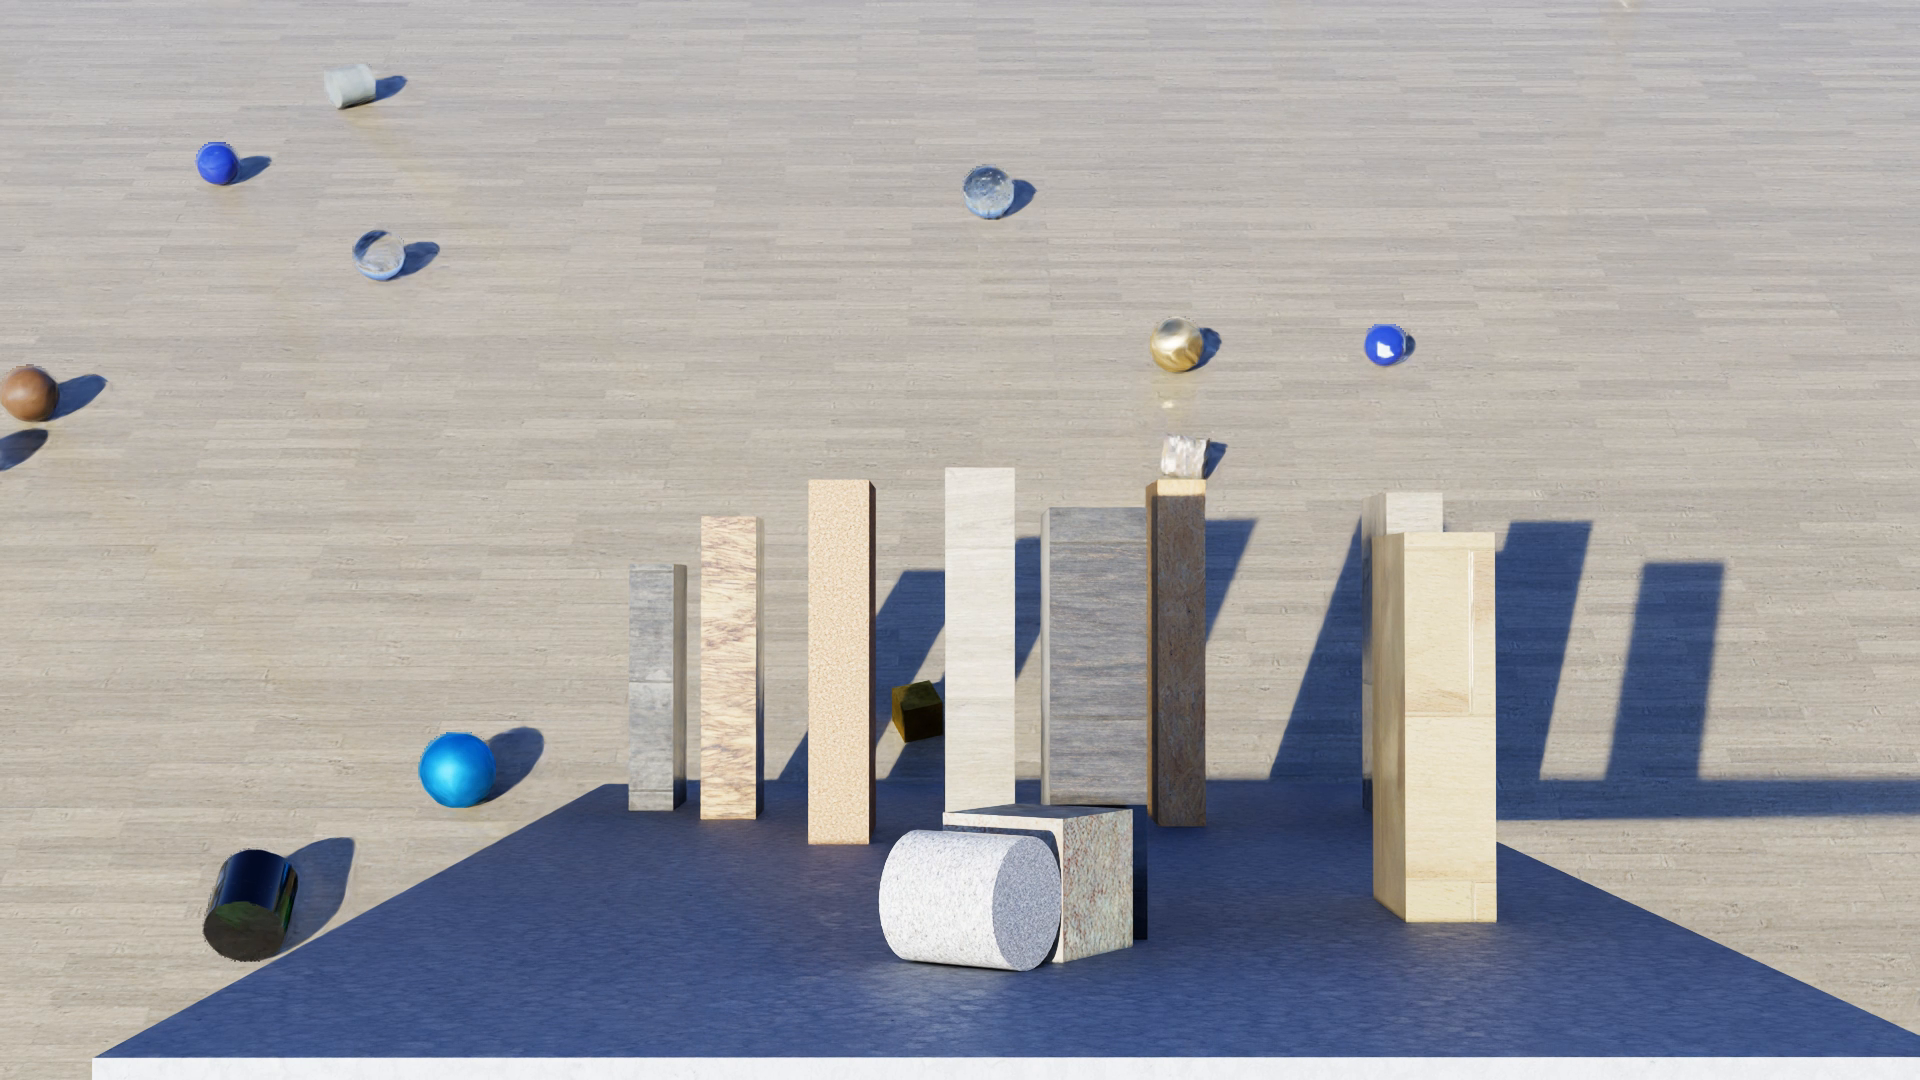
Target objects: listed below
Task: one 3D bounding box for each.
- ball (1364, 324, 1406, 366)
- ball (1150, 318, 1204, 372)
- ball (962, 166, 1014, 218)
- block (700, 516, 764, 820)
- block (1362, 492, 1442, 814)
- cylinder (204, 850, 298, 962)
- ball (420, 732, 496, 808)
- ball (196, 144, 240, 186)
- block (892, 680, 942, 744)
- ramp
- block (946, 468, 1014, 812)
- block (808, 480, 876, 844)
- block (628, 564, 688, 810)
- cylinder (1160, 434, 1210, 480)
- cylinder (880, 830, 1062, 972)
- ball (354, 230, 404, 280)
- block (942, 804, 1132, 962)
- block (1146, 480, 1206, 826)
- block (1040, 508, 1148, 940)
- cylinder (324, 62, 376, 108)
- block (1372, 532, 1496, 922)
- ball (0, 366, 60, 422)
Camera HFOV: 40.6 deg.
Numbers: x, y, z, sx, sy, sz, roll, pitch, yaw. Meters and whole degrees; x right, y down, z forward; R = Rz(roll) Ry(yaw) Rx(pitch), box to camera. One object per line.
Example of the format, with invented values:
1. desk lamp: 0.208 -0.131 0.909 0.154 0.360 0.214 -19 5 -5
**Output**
1. ball: 1.434 -0.656 8.754 0.140 0.140 0.140 0 33 0
2. ball: 0.727 -0.655 8.714 0.182 0.182 0.182 0 33 0
3. ball: 0.105 -1.297 9.681 0.193 0.193 0.193 0 33 0
4. block: -0.510 0.283 5.833 0.120 0.666 0.248 0 -1 0
5. block: 0.990 0.258 5.821 0.122 0.715 0.349 0 -1 0
6. cylinder: -1.734 0.894 6.347 0.193 0.193 0.193 -2 32 -3
7. ball: -1.313 0.603 6.787 0.197 0.197 0.197 0 33 0
8. ball: -2.840 -1.437 9.926 0.157 0.157 0.157 0 33 0
9. block: -0.117 0.467 7.073 0.109 0.109 0.109 -11 35 -16
10. ramp: 0.074 0.644 4.766 2.000 0.100 4.000 0 -1 0
11. block: 0.033 0.235 4.434 0.115 0.705 0.251 0 -1 0
12. block: -0.240 0.245 5.345 0.119 0.721 0.427 0 -1 0
13. block: -0.705 0.339 6.074 0.101 0.564 0.295 0 -1 0
14. cylinder: 0.708 -0.260 8.161 0.130 0.130 0.130 6 34 15
15. cylinder: 0.015 0.479 3.456 0.176 0.176 0.176 -1 29 33
16. ball: -2.075 -1.018 9.267 0.181 0.181 0.181 0 33 0
17. block: 0.109 0.474 3.614 0.192 0.192 0.192 -1 -1 33
18. block: 0.473 0.244 5.710 0.102 0.739 0.360 0 -1 0
19. block: 0.198 0.267 3.920 0.140 0.619 0.399 0 -1 0
20. cylinder: -2.480 -1.848 10.556 0.153 0.153 0.153 -22 39 -29
21. block: 0.739 0.285 4.065 0.136 0.587 0.308 0 -1 0
22. ball: -3.026 -0.474 8.439 0.181 0.181 0.181 0 33 0
